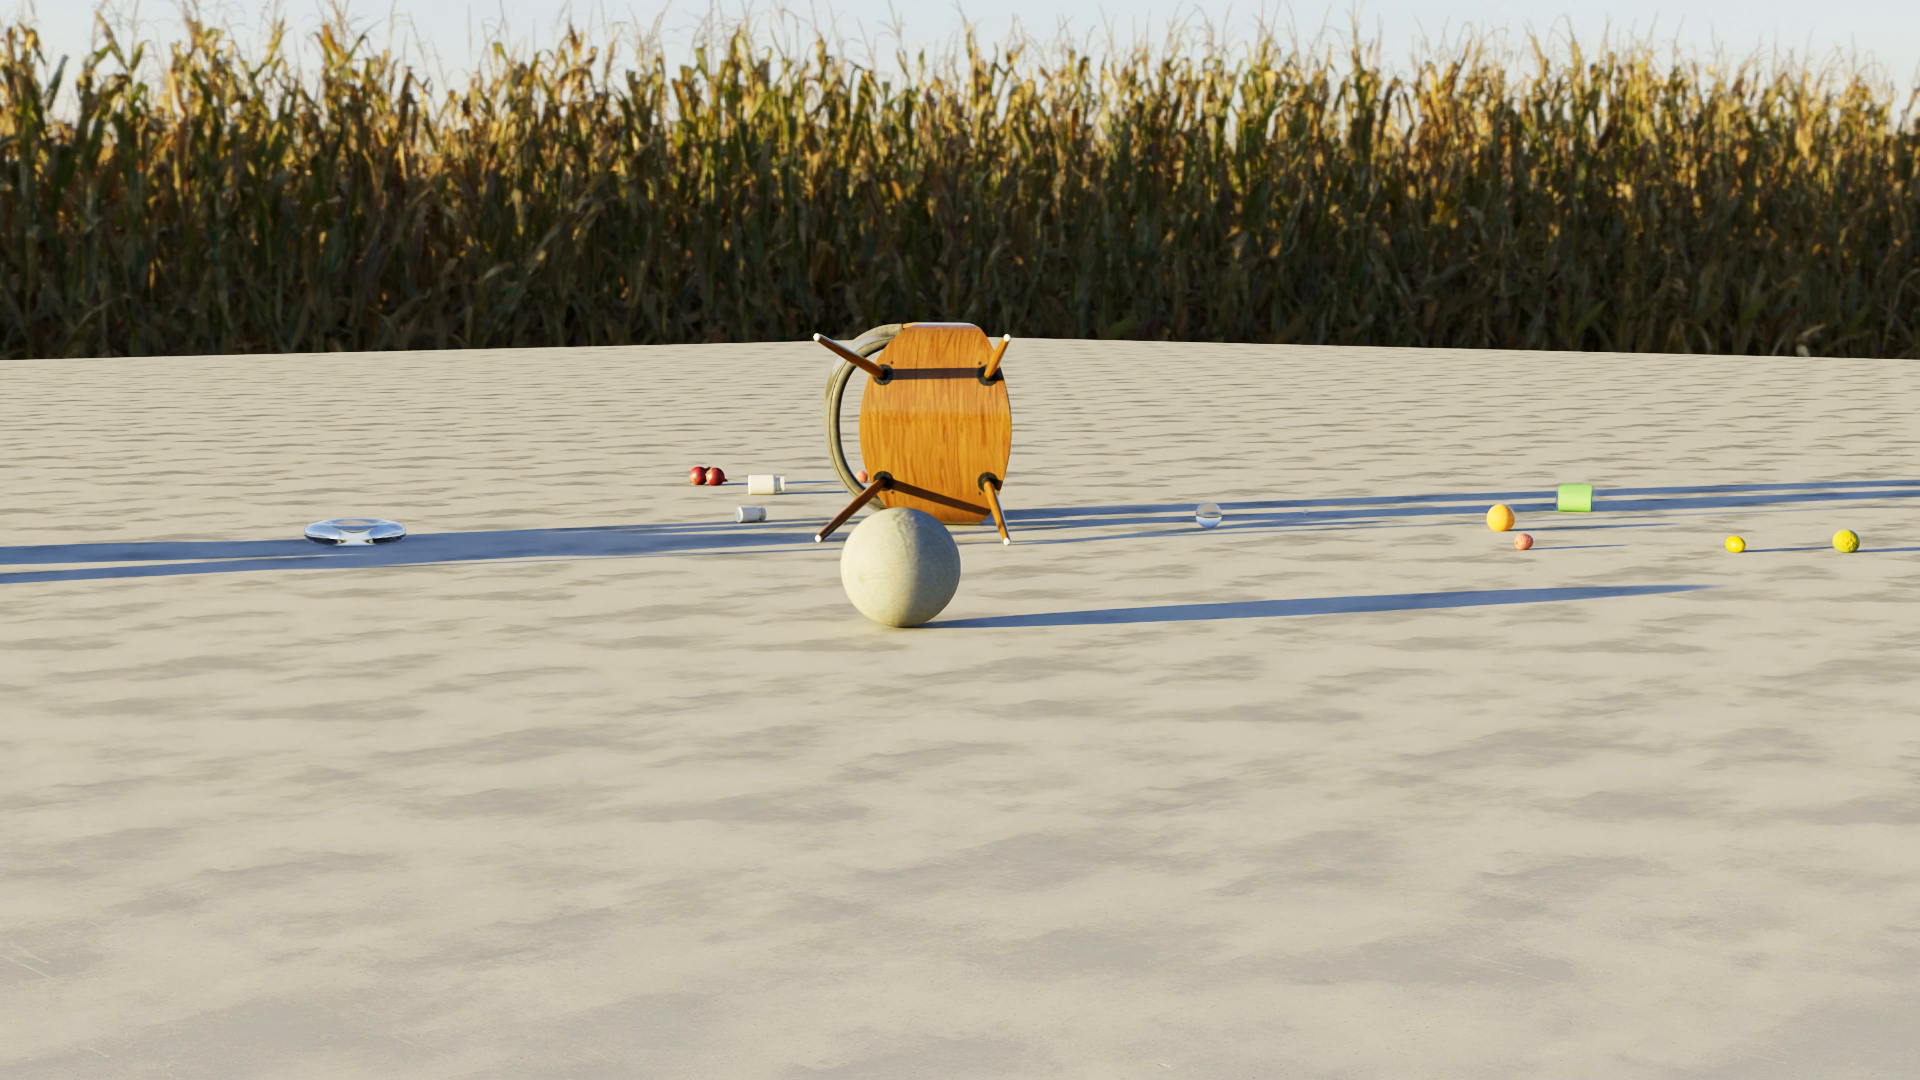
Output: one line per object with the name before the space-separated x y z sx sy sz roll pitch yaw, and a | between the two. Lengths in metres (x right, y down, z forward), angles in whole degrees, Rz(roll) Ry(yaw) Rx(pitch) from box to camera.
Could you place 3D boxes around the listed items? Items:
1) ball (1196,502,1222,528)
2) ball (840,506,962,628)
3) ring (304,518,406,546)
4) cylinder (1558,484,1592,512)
ball | 0.650 -0.065 6.710 0.069 0.069 0.069 0 6 0
ball | -0.111 0.051 4.814 0.226 0.226 0.226 0 6 0
ring | -1.500 -0.020 6.364 0.250 0.051 0.256 -2 7 -25
cylinder | 1.726 -0.119 7.194 0.087 0.072 0.105 2 25 16
